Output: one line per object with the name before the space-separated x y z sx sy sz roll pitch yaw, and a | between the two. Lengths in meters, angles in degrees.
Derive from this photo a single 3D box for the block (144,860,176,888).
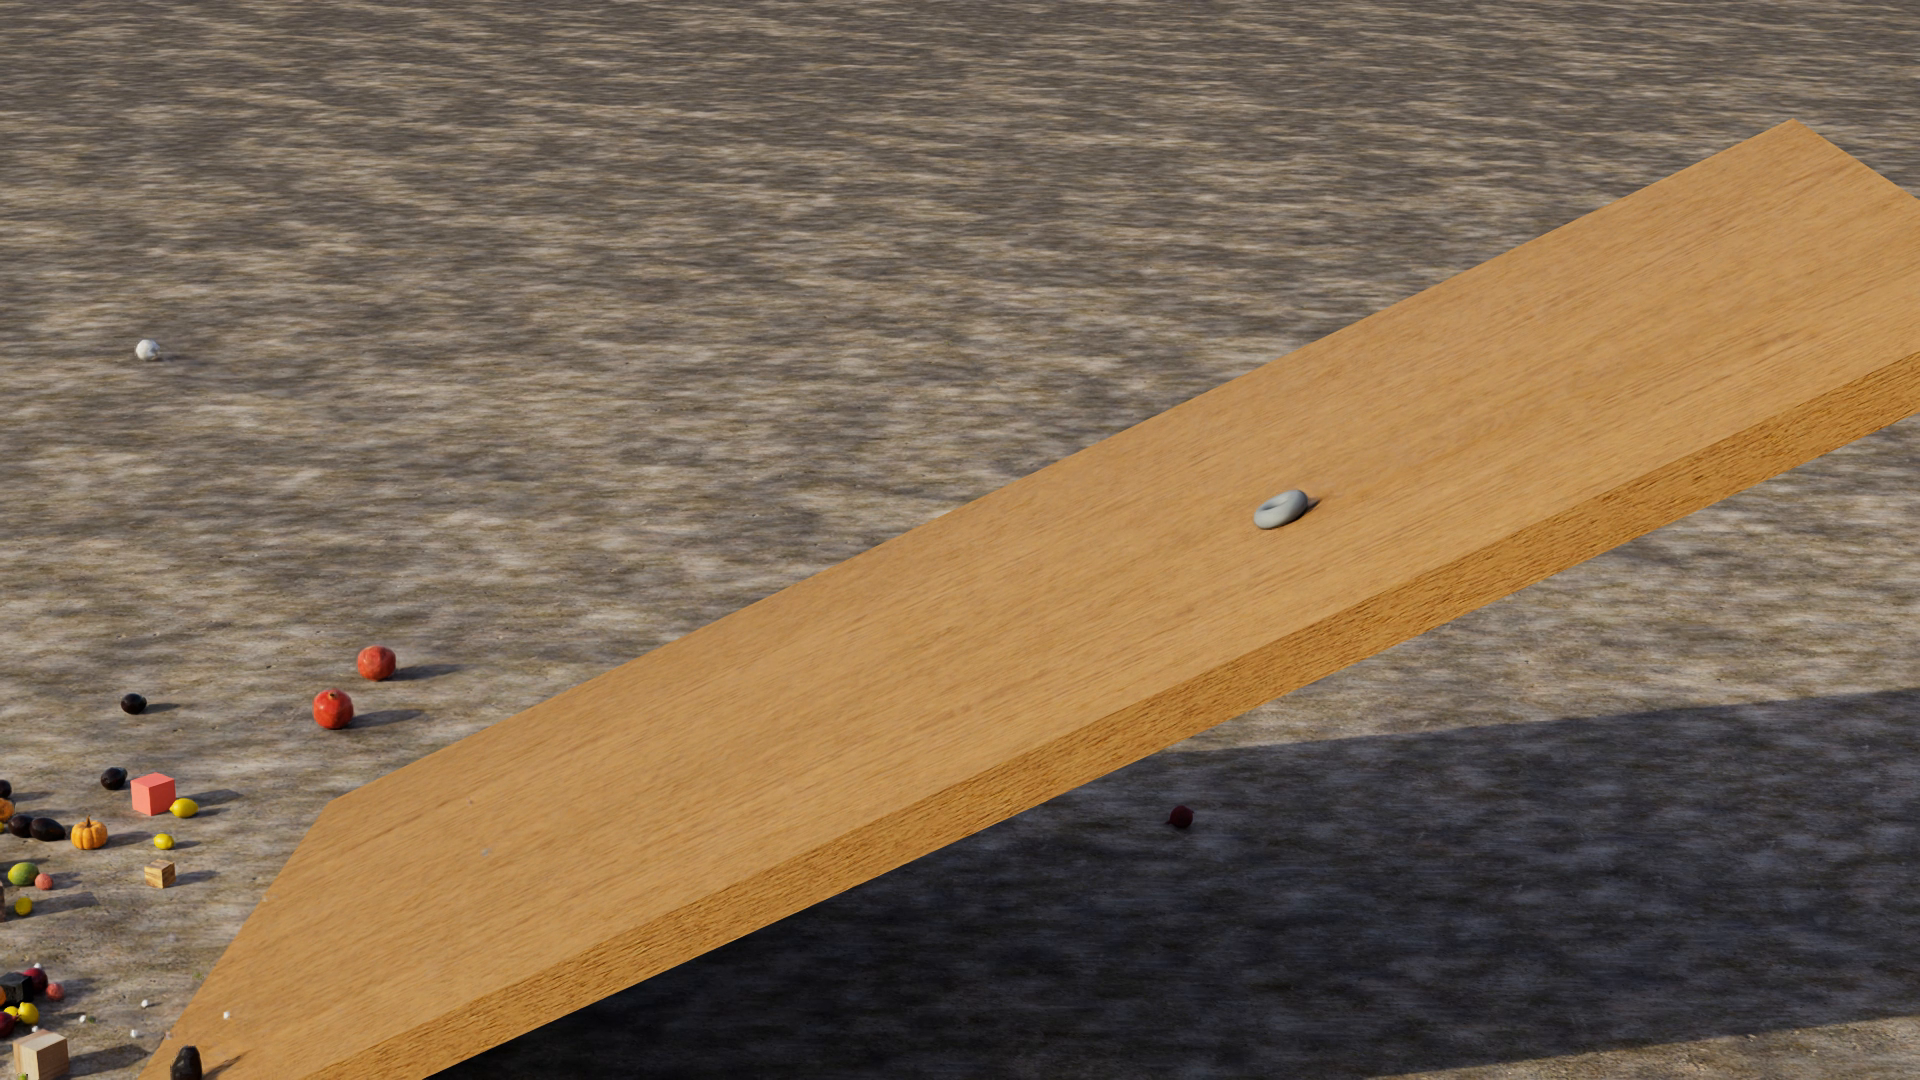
block | -1.978 0.826 7.273 0.051 0.051 0.051 7 18 23

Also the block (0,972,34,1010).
block | -2.129 1.015 6.614 0.060 0.060 0.060 5 17 17

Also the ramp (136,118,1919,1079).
ramp | 0.138 0.168 6.281 4.000 0.100 2.000 -25 14 10

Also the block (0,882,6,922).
block | -2.350 0.865 7.063 0.094 0.094 0.094 -8 18 -26

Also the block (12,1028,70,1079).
block | -1.962 1.104 6.281 0.079 0.079 0.079 11 20 33

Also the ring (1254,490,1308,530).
ring | 0.640 -0.060 5.869 0.118 0.039 0.118 -27 12 6

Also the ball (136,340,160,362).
ball | -3.532 -0.825 12.793 0.098 0.098 0.098 0 16 0

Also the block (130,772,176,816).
block | -2.125 0.670 7.752 0.080 0.080 0.080 13 21 38
